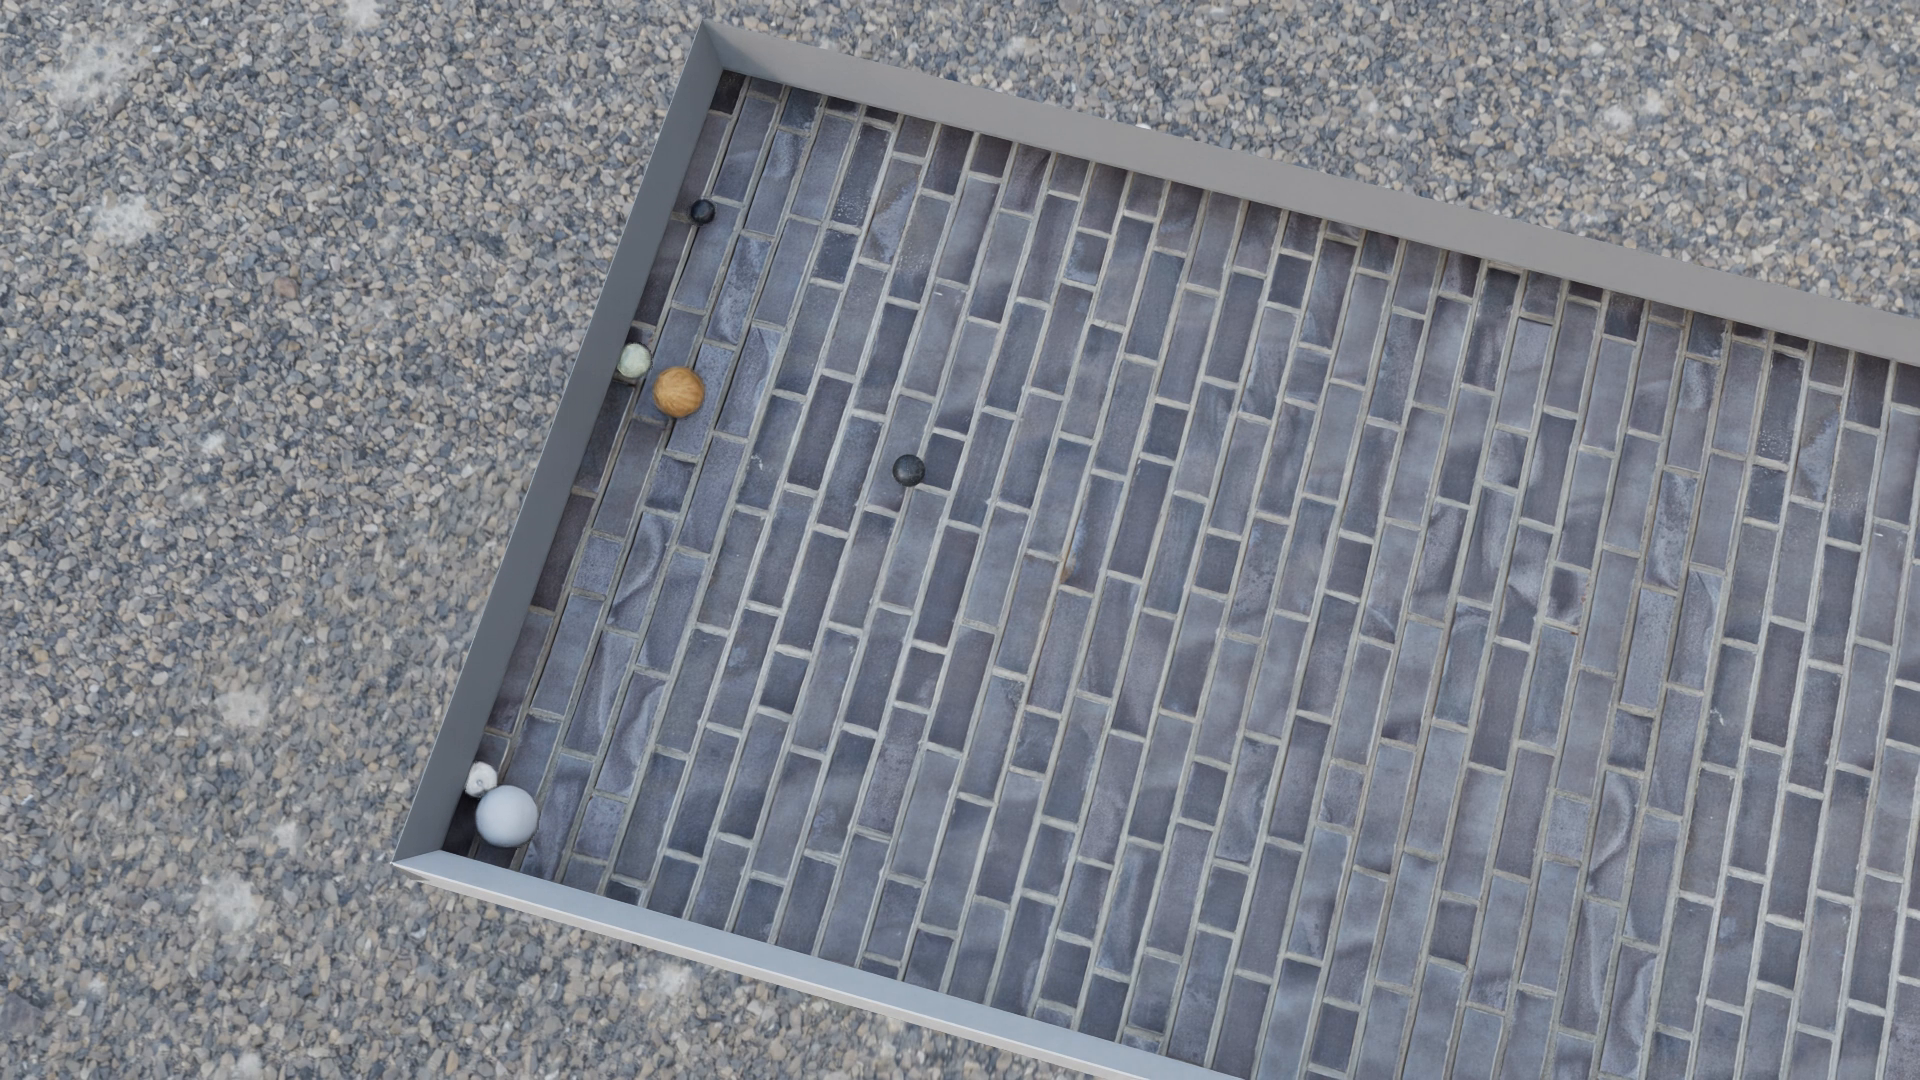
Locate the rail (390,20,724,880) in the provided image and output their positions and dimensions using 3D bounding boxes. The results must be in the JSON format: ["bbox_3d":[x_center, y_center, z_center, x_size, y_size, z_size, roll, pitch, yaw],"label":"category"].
[{"bbox_3d":[-0.600,-0.170,3.448,0.045,0.126,1.456,15,72,5],"label":"rail"}]

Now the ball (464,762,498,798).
[{"bbox_3d":[-0.722,0.361,3.304,0.054,0.054,0.054,0,71,0],"label":"ball"}]

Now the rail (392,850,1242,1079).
[{"bbox_3d":[0.432,0.796,3.115,2.589,0.126,0.045,15,72,5],"label":"rail"}]

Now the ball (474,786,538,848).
[{"bbox_3d":[-0.674,0.411,3.267,0.092,0.092,0.092,0,71,0],"label":"ball"}]

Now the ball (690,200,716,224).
[{"bbox_3d":[-0.423,-0.540,3.621,0.041,0.041,0.041,0,71,0],"label":"ball"}]

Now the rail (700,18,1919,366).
[{"bbox_3d":[0.814,-0.486,3.556,2.589,0.126,0.045,15,72,5],"label":"rail"}]

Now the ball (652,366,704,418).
[{"bbox_3d":[-0.449,-0.235,3.495,0.080,0.080,0.080,0,71,0],"label":"ball"}]

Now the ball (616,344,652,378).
[{"bbox_3d":[-0.524,-0.288,3.526,0.056,0.056,0.056,0,71,0],"label":"ball"}]

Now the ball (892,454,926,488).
[{"bbox_3d":[-0.080,-0.109,3.467,0.052,0.052,0.052,0,71,0],"label":"ball"}]
